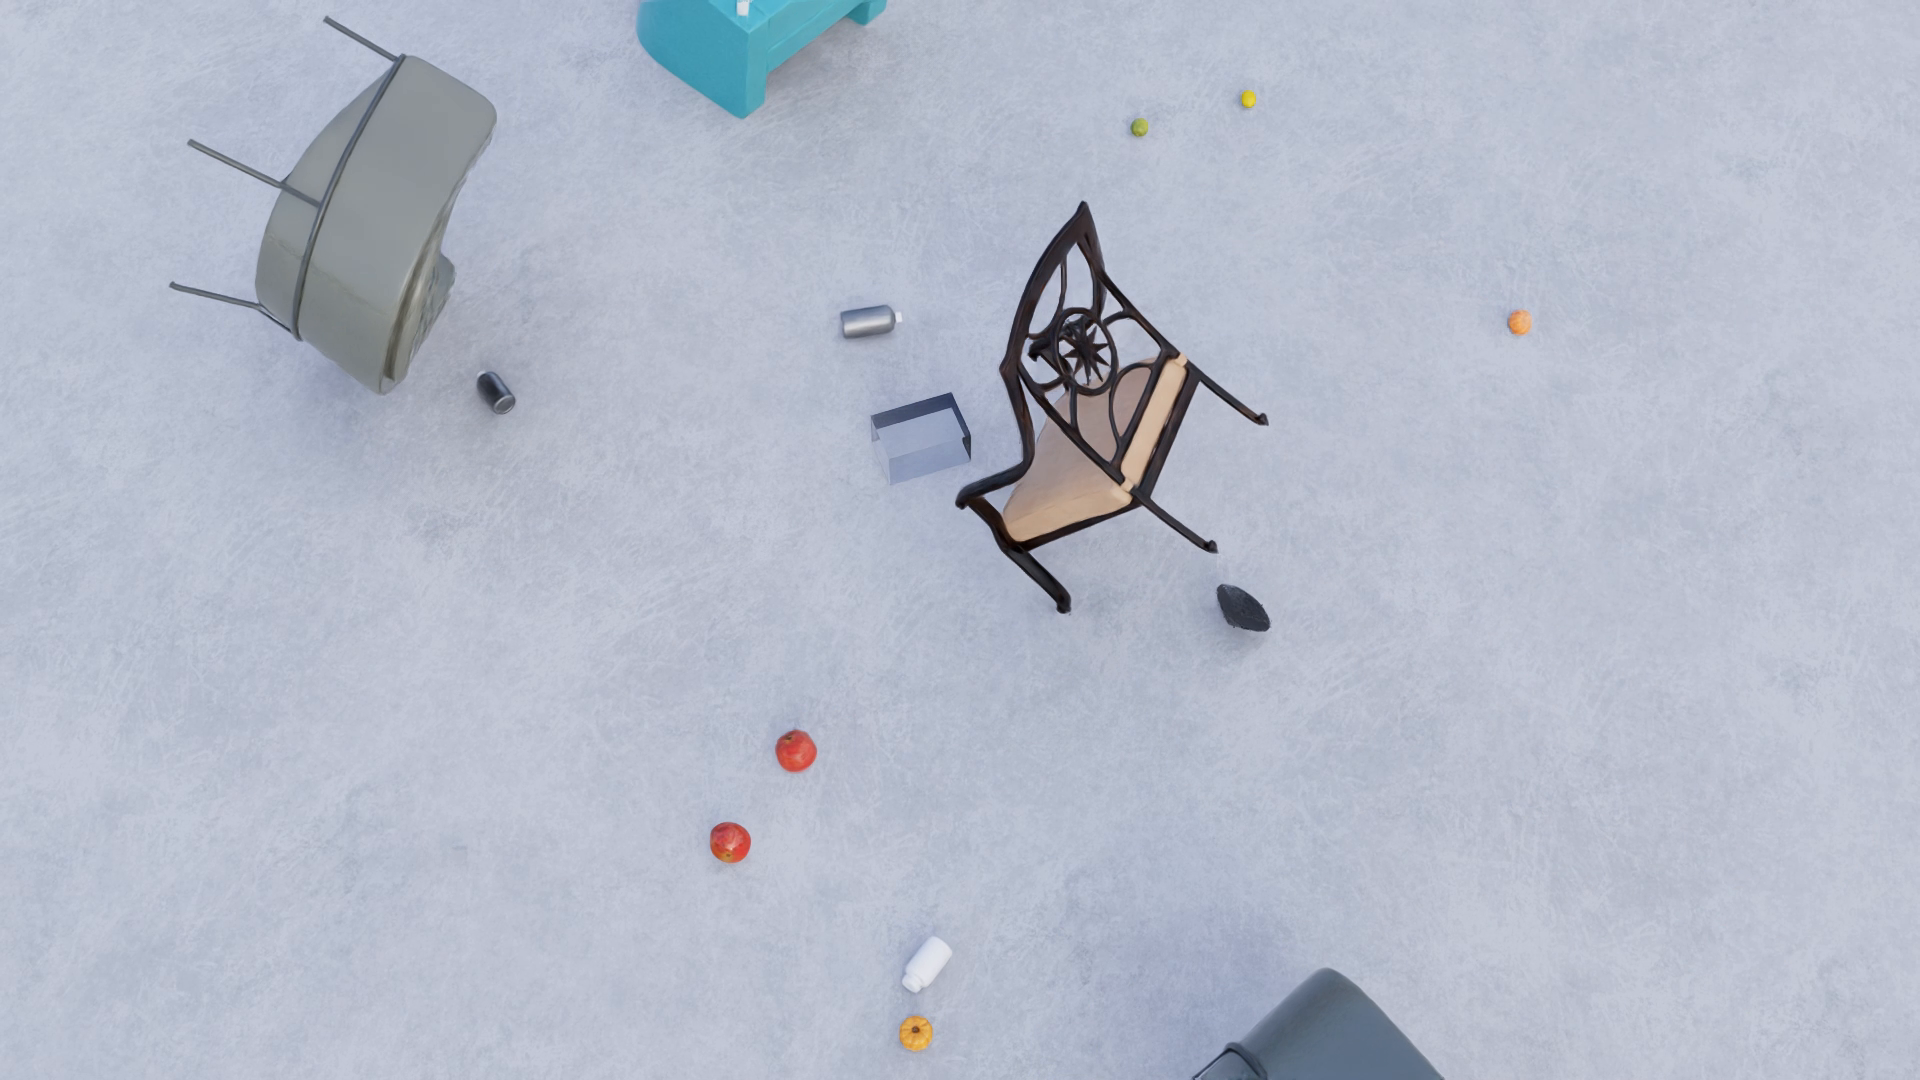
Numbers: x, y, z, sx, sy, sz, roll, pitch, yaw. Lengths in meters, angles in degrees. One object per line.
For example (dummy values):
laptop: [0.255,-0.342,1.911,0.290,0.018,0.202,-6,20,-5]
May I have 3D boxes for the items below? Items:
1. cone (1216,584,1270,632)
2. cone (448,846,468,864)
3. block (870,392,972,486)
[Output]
cone: [0.801,0.222,6.389,0.190,0.074,0.194,43,30,11]
cone: [-1.359,0.847,5.994,0.061,0.039,0.049,40,40,7]
block: [-0.119,-0.309,6.700,0.262,0.136,0.174,-17,58,-11]
